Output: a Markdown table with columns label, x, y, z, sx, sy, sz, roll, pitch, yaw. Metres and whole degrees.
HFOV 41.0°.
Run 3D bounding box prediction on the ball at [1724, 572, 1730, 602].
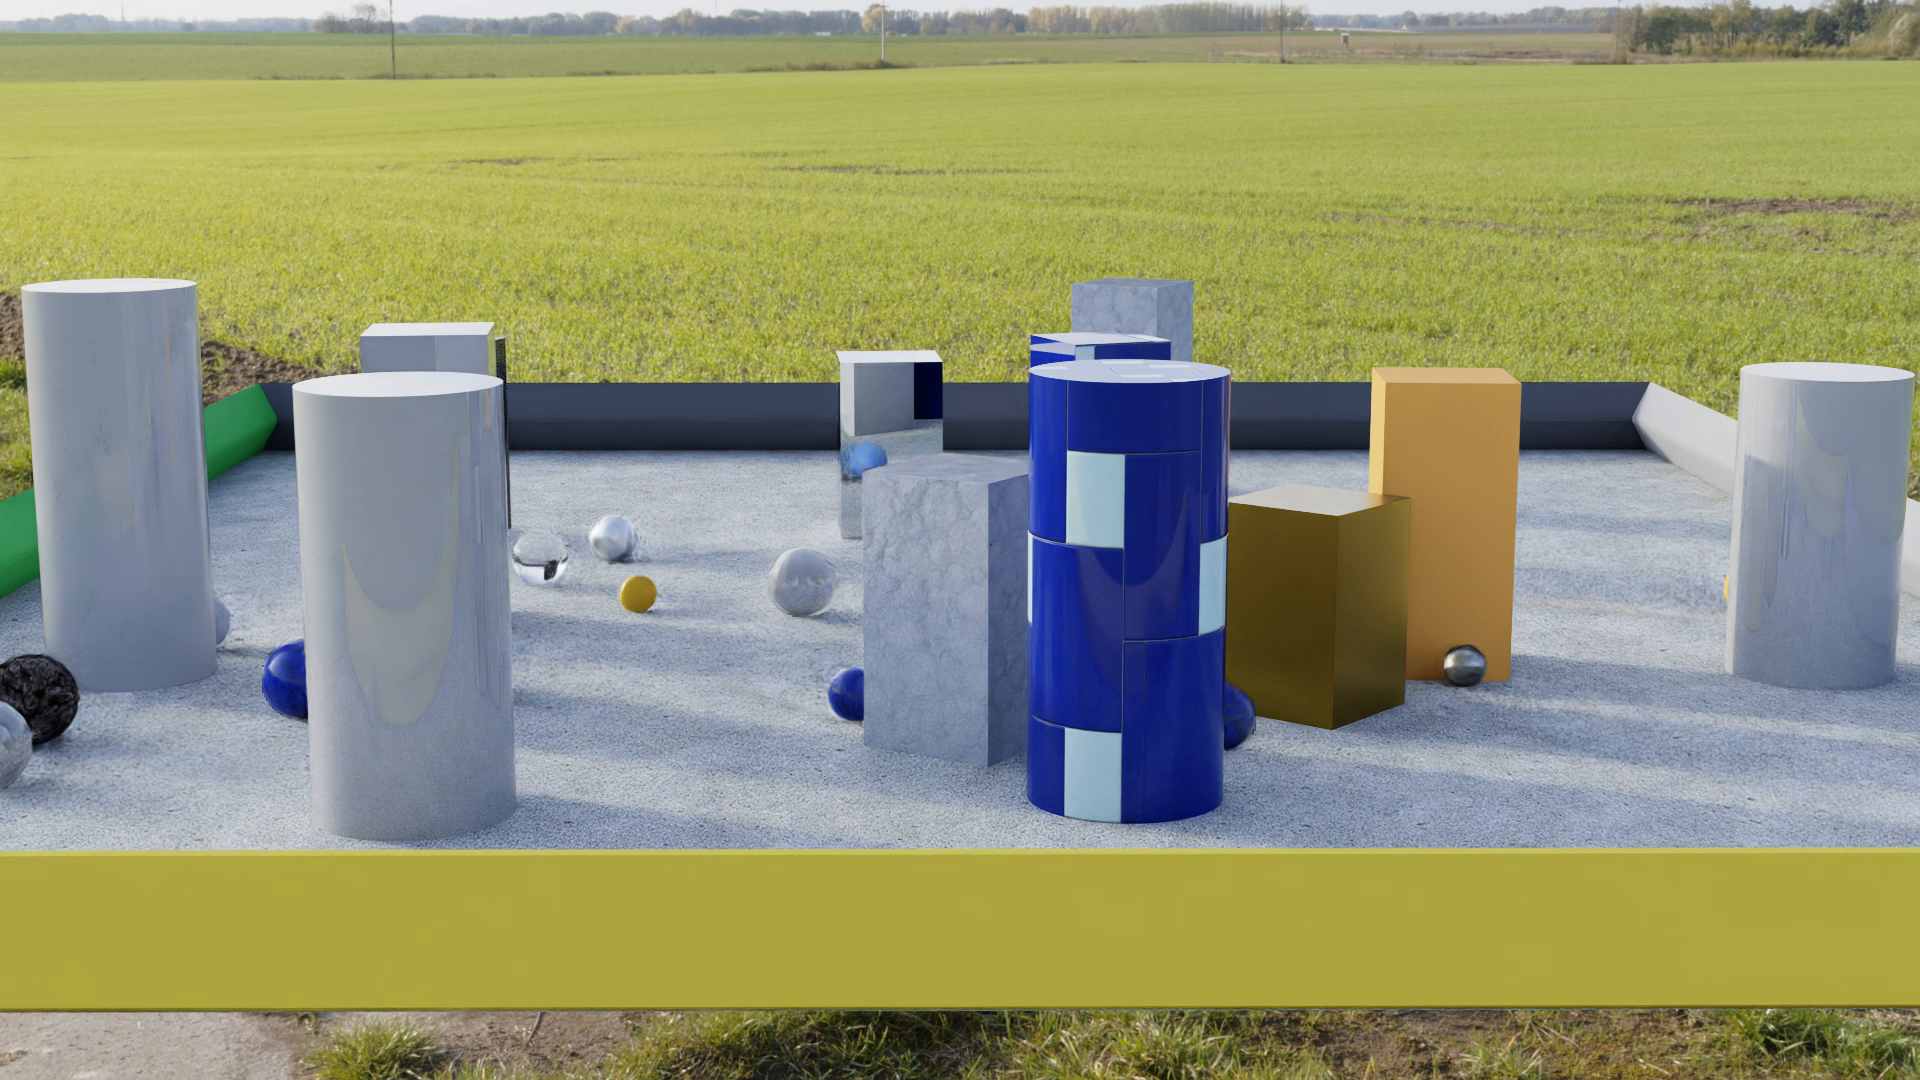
| label | x | y | z | sx | sy | sz | roll | pitch | yaw |
| --- | --- | --- | --- | --- | --- | --- | --- | --- | --- |
| ball | 1.058 | 0.064 | 3.401 | 0.086 | 0.086 | 0.086 | 0 | 10 | 0 |

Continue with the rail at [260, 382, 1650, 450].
| label | x | y | z | sx | sy | sz | roll | pitch | yaw |
| --- | --- | --- | --- | --- | --- | --- | --- | --- | --- |
| rail | -0.008 | -0.233 | 4.885 | 2.660 | 0.128 | 0.045 | 0 | 10 | 0 |

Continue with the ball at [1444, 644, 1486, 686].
| label | x | y | z | sx | sy | sz | roll | pitch | yaw |
| --- | --- | --- | --- | --- | --- | --- | --- | --- | --- |
| ball | 0.599 | 0.149 | 3.047 | 0.050 | 0.050 | 0.050 | 0 | 10 | 0 |

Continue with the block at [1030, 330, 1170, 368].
| label | x | y | z | sx | sy | sz | roll | pitch | yaw |
| --- | --- | --- | --- | --- | --- | --- | --- | --- | --- |
| block | 0.212 | -0.149 | 3.913 | 0.158 | 0.320 | 0.158 | -4 | 11 | -23 |

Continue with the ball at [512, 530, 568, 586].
| label | x | y | z | sx | sy | sz | roll | pitch | yaw |
| --- | --- | --- | --- | --- | --- | --- | --- | --- | --- |
| ball | -0.596 | 0.025 | 3.634 | 0.079 | 0.079 | 0.079 | 0 | 10 | 0 |

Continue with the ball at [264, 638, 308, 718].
| label | x | y | z | sx | sy | sz | roll | pitch | yaw |
| --- | --- | --- | --- | --- | --- | --- | --- | --- | --- |
| ball | -0.739 | 0.156 | 2.893 | 0.091 | 0.091 | 0.091 | 0 | 10 | 0 |

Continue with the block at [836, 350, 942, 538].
| label | x | y | z | sx | sy | sz | roll | pitch | yaw |
| --- | --- | --- | --- | --- | --- | --- | --- | --- | --- |
| block | -0.112 | -0.153 | 4.057 | 0.158 | 0.275 | 0.158 | -1 | 11 | -5 |

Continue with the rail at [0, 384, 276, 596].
| label | x | y | z | sx | sy | sz | roll | pitch | yaw |
| --- | --- | --- | --- | --- | --- | --- | --- | --- | --- |
| rail | -1.306 | 0.034 | 3.441 | 0.045 | 0.128 | 2.968 | 0 | 10 | 0 |

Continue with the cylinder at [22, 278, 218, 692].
| label | x | y | z | sx | sy | sz | roll | pitch | yaw |
| --- | --- | --- | --- | --- | --- | --- | --- | --- | --- |
| cylinder | -1.004 | -0.070 | 3.071 | 0.198 | 0.470 | 0.198 | 0 | 10 | 0 |

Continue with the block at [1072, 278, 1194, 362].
| label | x | y | z | sx | sy | sz | roll | pitch | yaw |
| --- | --- | --- | --- | --- | --- | --- | --- | --- | --- |
| block | 0.297 | -0.265 | 4.428 | 0.158 | 0.360 | 0.158 | 5 | 12 | 27 |

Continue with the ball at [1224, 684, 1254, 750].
| label | x | y | z | sx | sy | sz | roll | pitch | yaw |
| --- | --- | --- | --- | --- | --- | --- | --- | --- | --- |
| ball | 0.280 | 0.190 | 2.759 | 0.073 | 0.073 | 0.073 | 0 | 10 | 0 |

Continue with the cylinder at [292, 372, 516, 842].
| label | x | y | z | sx | sy | sz | roll | pitch | yaw |
| --- | --- | --- | --- | --- | --- | --- | --- | --- | --- |
| cylinder | -0.538 | 0.059 | 2.497 | 0.198 | 0.425 | 0.198 | 0 | 10 | 0 |

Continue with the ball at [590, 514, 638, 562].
| label | x | y | z | sx | sy | sz | roll | pitch | yaw |
| --- | --- | --- | --- | --- | --- | --- | --- | --- | --- |
| ball | -0.515 | -0.003 | 3.812 | 0.070 | 0.070 | 0.070 | 0 | 10 | 0 |

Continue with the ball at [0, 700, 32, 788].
| label | x | y | z | sx | sy | sz | roll | pitch | yaw |
| --- | --- | --- | --- | --- | --- | --- | --- | --- | --- |
| ball | -0.991 | 0.208 | 2.602 | 0.095 | 0.095 | 0.095 | 0 | 10 | 0 |

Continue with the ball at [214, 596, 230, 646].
| label | x | y | z | sx | sy | sz | roll | pitch | yaw |
| --- | --- | --- | --- | --- | --- | --- | --- | --- | --- |
| ball | -0.957 | 0.103 | 3.234 | 0.071 | 0.071 | 0.071 | 0 | 10 | 0 |

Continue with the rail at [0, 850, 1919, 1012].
| label | x | y | z | sx | sy | sz | roll | pitch | yaw |
| --- | --- | --- | --- | --- | --- | --- | --- | --- | --- |
| rail | 0.008 | 0.299 | 2.013 | 2.660 | 0.128 | 0.045 | 0 | 10 | 0 |

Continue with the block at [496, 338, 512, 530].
| label | x | y | z | sx | sy | sz | roll | pitch | yaw |
| --- | --- | --- | --- | --- | --- | --- | --- | --- | --- |
| block | -0.814 | -0.159 | 4.008 | 0.158 | 0.304 | 0.158 | 3 | 11 | 17 |

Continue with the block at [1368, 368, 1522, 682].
| label | x | y | z | sx | sy | sz | roll | pitch | yaw |
| --- | --- | --- | --- | --- | --- | --- | --- | --- | --- |
| block | 0.584 | -0.022 | 3.122 | 0.158 | 0.358 | 0.158 | 1 | 11 | 3 |

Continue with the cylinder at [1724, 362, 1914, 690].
| label | x | y | z | sx | sy | sz | roll | pitch | yaw |
| --- | --- | --- | --- | --- | --- | --- | --- | --- | --- |
| cylinder | 1.033 | -0.021 | 3.091 | 0.198 | 0.366 | 0.198 | 0 | 10 | 0 |

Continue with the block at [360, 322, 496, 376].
| label | x | y | z | sx | sy | sz | roll | pitch | yaw |
| --- | --- | --- | --- | --- | --- | --- | --- | --- | --- |
| block | -0.686 | -0.081 | 3.350 | 0.158 | 0.390 | 0.158 | -1 | 11 | -7 |

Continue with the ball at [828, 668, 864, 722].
| label | x | y | z | sx | sy | sz | roll | pitch | yaw |
| --- | --- | --- | --- | --- | --- | --- | --- | --- | --- |
| ball | -0.118 | 0.173 | 2.883 | 0.061 | 0.061 | 0.061 | 0 | 10 | 0 |

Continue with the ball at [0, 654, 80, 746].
| label | x | y | z | sx | sy | sz | roll | pitch | yaw |
| --- | --- | --- | --- | --- | --- | --- | --- | --- | --- |
| ball | -1.007 | 0.173 | 2.780 | 0.099 | 0.099 | 0.099 | 0 | 10 | 0 |

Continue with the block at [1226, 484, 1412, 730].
| label | x | y | z | sx | sy | sz | roll | pitch | yaw |
| --- | --- | --- | --- | --- | --- | --- | --- | --- | --- |
| block | 0.403 | 0.072 | 2.934 | 0.158 | 0.241 | 0.158 | 9 | 14 | 39 |

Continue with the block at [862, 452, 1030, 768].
| label | x | y | z | sx | sy | sz | roll | pitch | yaw |
| --- | --- | --- | --- | --- | --- | --- | --- | --- | --- |
| block | 0.006 | 0.071 | 2.775 | 0.158 | 0.302 | 0.158 | 7 | 12 | 32 |

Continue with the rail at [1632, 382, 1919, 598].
| label | x | y | z | sx | sy | sz | roll | pitch | yaw |
| --- | --- | --- | --- | --- | --- | --- | --- | --- | --- |
| rail | 1.306 | 0.032 | 3.456 | 0.045 | 0.128 | 2.968 | 0 | 10 | 0 |

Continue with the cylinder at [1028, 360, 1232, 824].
| label | x | y | z | sx | sy | sz | roll | pitch | yaw |
| --- | --- | --- | --- | --- | --- | --- | --- | --- | --- |
| cylinder | 0.166 | 0.046 | 2.553 | 0.198 | 0.431 | 0.198 | 0 | 10 | 0 |

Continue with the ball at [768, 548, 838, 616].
| label | x | y | z | sx | sy | sz | roll | pitch | yaw |
| --- | --- | --- | --- | --- | --- | --- | --- | --- | --- |
| ball | -0.210 | 0.055 | 3.435 | 0.092 | 0.092 | 0.092 | 0 | 10 | 0 |

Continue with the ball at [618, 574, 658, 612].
| label | x | y | z | sx | sy | sz | roll | pitch | yaw |
| --- | --- | --- | --- | --- | --- | --- | --- | --- | --- |
| ball | -0.434 | 0.071 | 3.458 | 0.052 | 0.052 | 0.052 | 0 | 10 | 0 |
